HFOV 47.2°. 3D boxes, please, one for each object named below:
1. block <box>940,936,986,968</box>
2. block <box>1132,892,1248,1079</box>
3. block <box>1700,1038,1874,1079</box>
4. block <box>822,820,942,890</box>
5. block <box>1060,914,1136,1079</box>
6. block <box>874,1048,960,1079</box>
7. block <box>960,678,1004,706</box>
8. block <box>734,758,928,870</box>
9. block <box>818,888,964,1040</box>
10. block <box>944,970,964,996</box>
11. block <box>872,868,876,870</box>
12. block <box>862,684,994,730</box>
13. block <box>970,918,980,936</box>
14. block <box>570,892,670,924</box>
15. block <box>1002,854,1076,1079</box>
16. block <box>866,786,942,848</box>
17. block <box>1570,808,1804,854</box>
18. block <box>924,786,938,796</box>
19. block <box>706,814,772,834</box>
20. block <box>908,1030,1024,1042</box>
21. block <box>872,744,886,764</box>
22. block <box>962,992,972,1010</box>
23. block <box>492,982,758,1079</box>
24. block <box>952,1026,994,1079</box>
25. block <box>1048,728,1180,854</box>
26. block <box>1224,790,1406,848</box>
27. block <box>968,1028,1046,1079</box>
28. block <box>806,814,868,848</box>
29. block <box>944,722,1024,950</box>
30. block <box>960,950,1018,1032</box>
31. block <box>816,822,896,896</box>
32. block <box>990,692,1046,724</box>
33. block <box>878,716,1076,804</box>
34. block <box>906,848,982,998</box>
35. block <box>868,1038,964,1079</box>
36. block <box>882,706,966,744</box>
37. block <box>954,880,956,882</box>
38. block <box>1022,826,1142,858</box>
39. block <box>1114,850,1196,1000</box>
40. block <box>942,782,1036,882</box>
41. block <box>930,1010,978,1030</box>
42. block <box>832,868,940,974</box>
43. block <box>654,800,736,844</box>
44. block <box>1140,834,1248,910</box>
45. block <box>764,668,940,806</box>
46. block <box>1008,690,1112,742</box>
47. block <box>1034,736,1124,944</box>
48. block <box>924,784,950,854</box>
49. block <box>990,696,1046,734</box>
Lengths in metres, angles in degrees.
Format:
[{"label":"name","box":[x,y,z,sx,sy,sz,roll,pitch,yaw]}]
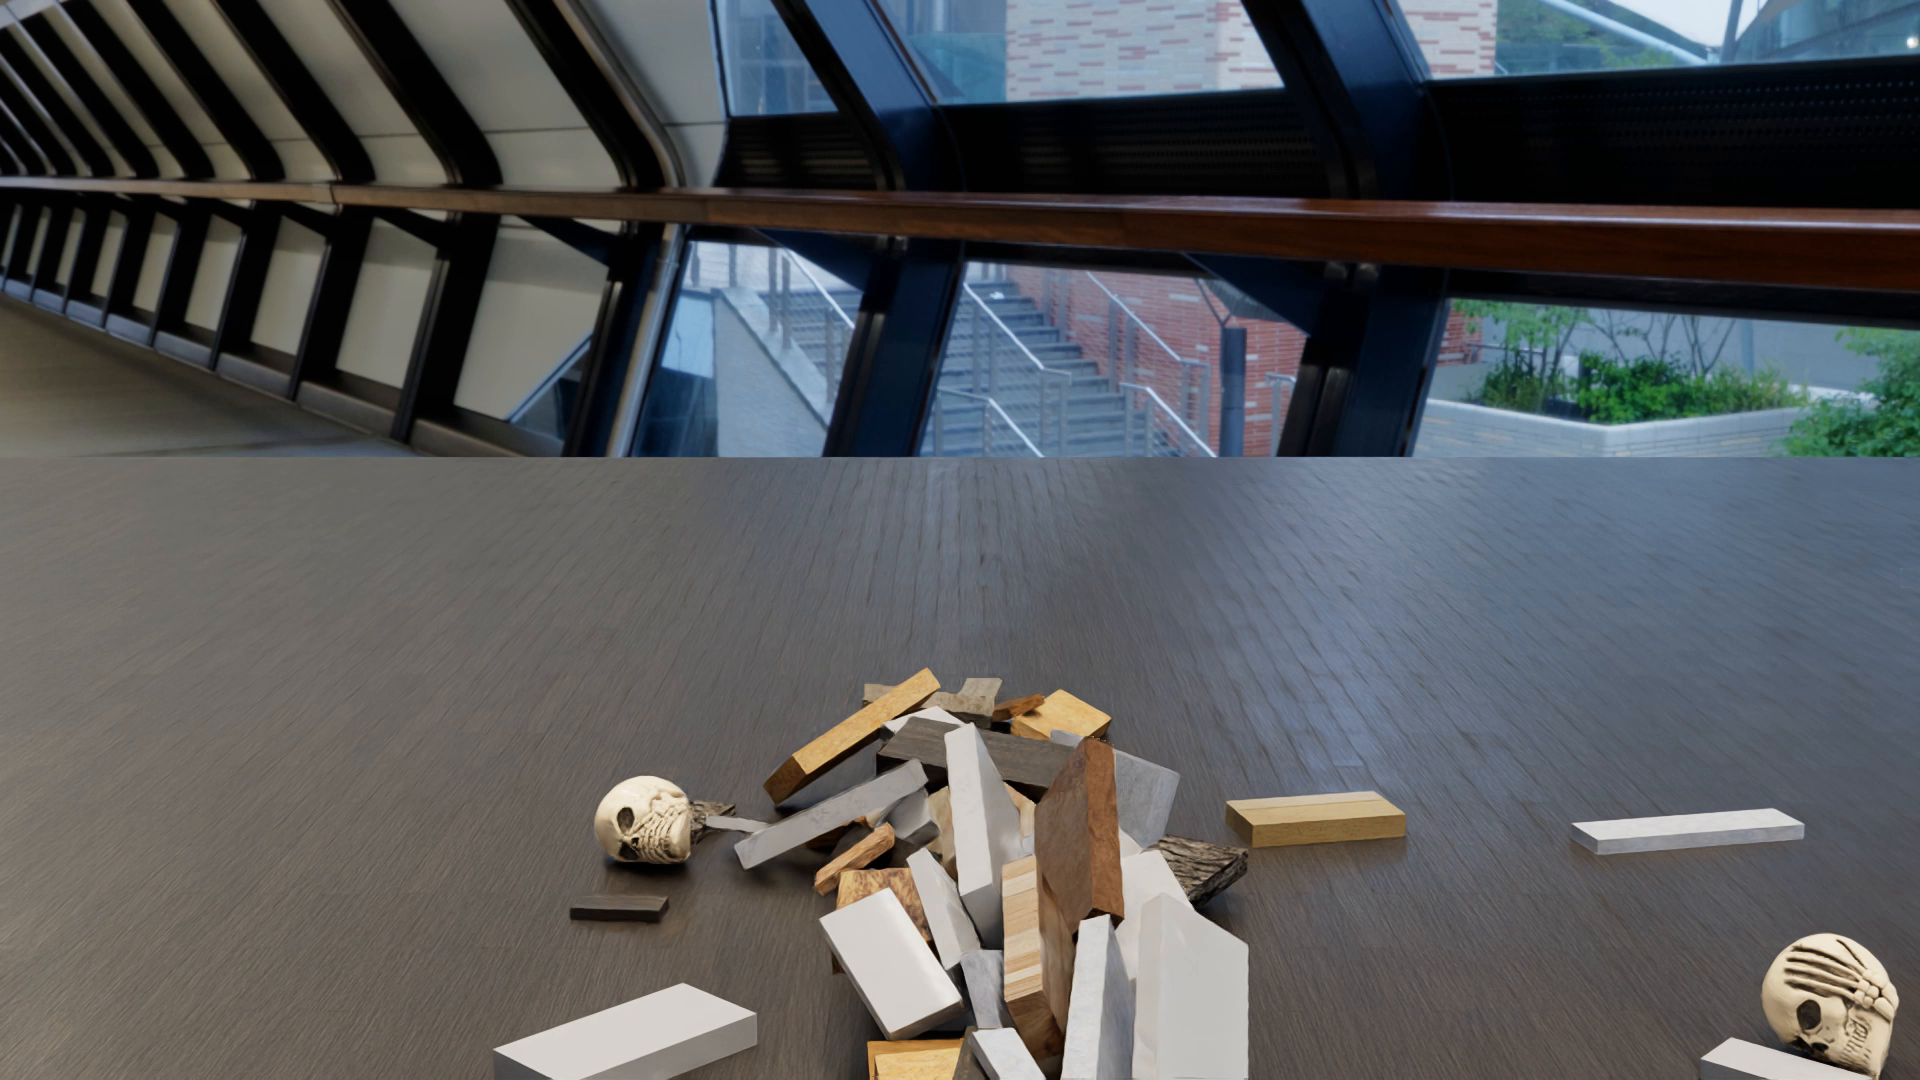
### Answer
[{"label":"block","box":[-0.046,0.602,3.217,0.144,0.041,0.289,-2,-9,6]},{"label":"block","box":[0.295,0.612,2.786,0.155,0.044,0.310,34,37,-22]},{"label":"block","box":[1.097,0.715,2.922,0.194,0.027,0.097,10,14,42]},{"label":"block","box":[-0.122,0.544,3.607,0.224,0.112,0.032,14,-27,43]},{"label":"block","box":[0.185,0.661,2.844,0.044,0.155,0.582,-15,9,8]},{"label":"block","box":[0.014,0.698,2.455,0.175,0.050,0.350,-3,25,-9]},{"label":"block","box":[0.047,0.343,4.937,0.083,0.024,0.166,1,11,8]},{"label":"block","box":[-0.217,0.466,3.758,0.323,0.046,0.162,-25,-3,5]},{"label":"block","box":[-0.093,0.564,2.919,0.107,0.030,0.213,-21,45,-19]},{"label":"block","box":[-0.046,0.613,3.000,0.095,0.027,0.191,-2,-3,3]},{"label":"block","box":[-0.079,0.535,3.387,0.130,0.037,0.260,7,-7,1]},{"label":"block","box":[-0.066,0.342,4.427,0.258,0.037,0.129,7,-23,-1]},{"label":"block","box":[-0.023,0.579,3.349,0.144,0.041,0.289,-1,-9,6]},{"label":"block","box":[-0.552,0.597,3.573,0.146,0.021,0.073,1,11,5]},{"label":"block","box":[0.115,0.594,2.985,0.050,0.178,0.355,-20,19,8]},{"label":"block","box":[-0.098,0.485,3.769,0.112,0.032,0.224,-36,15,1]},{"label":"block","box":[1.308,0.523,3.953,0.406,0.027,0.097,-2,11,-12]},{"label":"block","box":[0.001,0.482,3.953,0.128,0.036,0.256,1,27,-1]},{"label":"block","box":[-0.375,0.508,3.896,0.073,0.021,0.146,0,-12,34]},{"label":"block","box":[-0.011,0.753,2.655,0.175,0.050,0.680,0,11,2]},{"label":"block","box":[-0.116,0.396,4.313,0.028,0.100,0.201,36,1,8]},{"label":"block","box":[-0.020,0.647,3.160,0.095,0.027,0.191,-2,-3,8]},{"label":"block","box":[-0.453,0.691,2.999,0.162,0.046,0.324,10,14,43]},{"label":"block","box":[0.027,0.612,2.562,0.058,0.017,0.117,5,25,8]},{"label":"block","box":[0.255,0.454,3.941,0.046,0.162,0.323,16,0,-35]},{"label":"block","box":[0.645,0.507,4.003,0.292,0.041,0.146,-2,11,-13]},{"label":"block","box":[0.061,0.611,2.531,0.058,0.017,0.117,3,32,-32]},{"label":"block","box":[-0.172,0.504,3.962,0.112,0.032,0.224,-12,2,33]},{"label":"block","box":[0.047,0.469,3.325,0.050,0.178,0.512,-24,20,6]},{"label":"block","box":[0.055,0.601,2.925,0.030,0.107,0.213,-19,-14,12]},{"label":"block","box":[-0.171,0.521,3.594,0.146,0.021,0.073,-36,9,4]},{"label":"block","box":[0.099,0.351,4.542,0.083,0.024,0.166,-22,1,-29]},{"label":"block","box":[0.035,0.398,3.928,0.327,0.046,0.163,9,23,19]},{"label":"block","box":[-0.010,0.532,3.018,0.030,0.107,0.213,-31,40,6]},{"label":"block","box":[-0.020,0.700,2.668,0.175,0.050,0.350,-1,11,-4]},{"label":"block","box":[-0.020,0.387,4.061,0.128,0.036,0.256,-15,28,-33]},{"label":"block","box":[0.031,0.524,3.738,0.090,0.025,0.179,10,26,4]},{"label":"block","box":[0.180,0.523,3.602,0.146,0.041,0.292,44,29,8]},{"label":"block","box":[0.274,0.581,3.321,0.155,0.044,0.310,-11,24,-9]},{"label":"block","box":[0.055,0.494,3.647,0.163,0.046,0.327,36,19,-11]},{"label":"block","box":[-0.007,0.660,3.020,0.095,0.027,0.191,0,-12,0]},{"label":"block","box":[-0.102,0.534,3.111,0.144,0.041,0.289,-3,12,0]},{"label":"block","box":[-0.483,0.514,4.015,0.083,0.024,0.167,4,11,18]},{"label":"block","box":[0.340,0.550,3.563,0.146,0.041,0.292,7,13,30]},{"label":"block","box":[-0.204,0.373,4.187,0.351,0.046,0.163,-31,-10,-36]},{"label":"block","box":[0.210,0.384,4.547,0.129,0.037,0.258,29,20,16]},{"label":"block","box":[0.177,0.486,3.333,0.050,0.178,0.355,20,36,-15]},{"label":"block","box":[-0.047,0.505,3.728,0.130,0.037,0.260,-32,15,14]},{"label":"block","box":[0.115,0.403,4.573,0.129,0.037,0.487,4,11,23]}]
